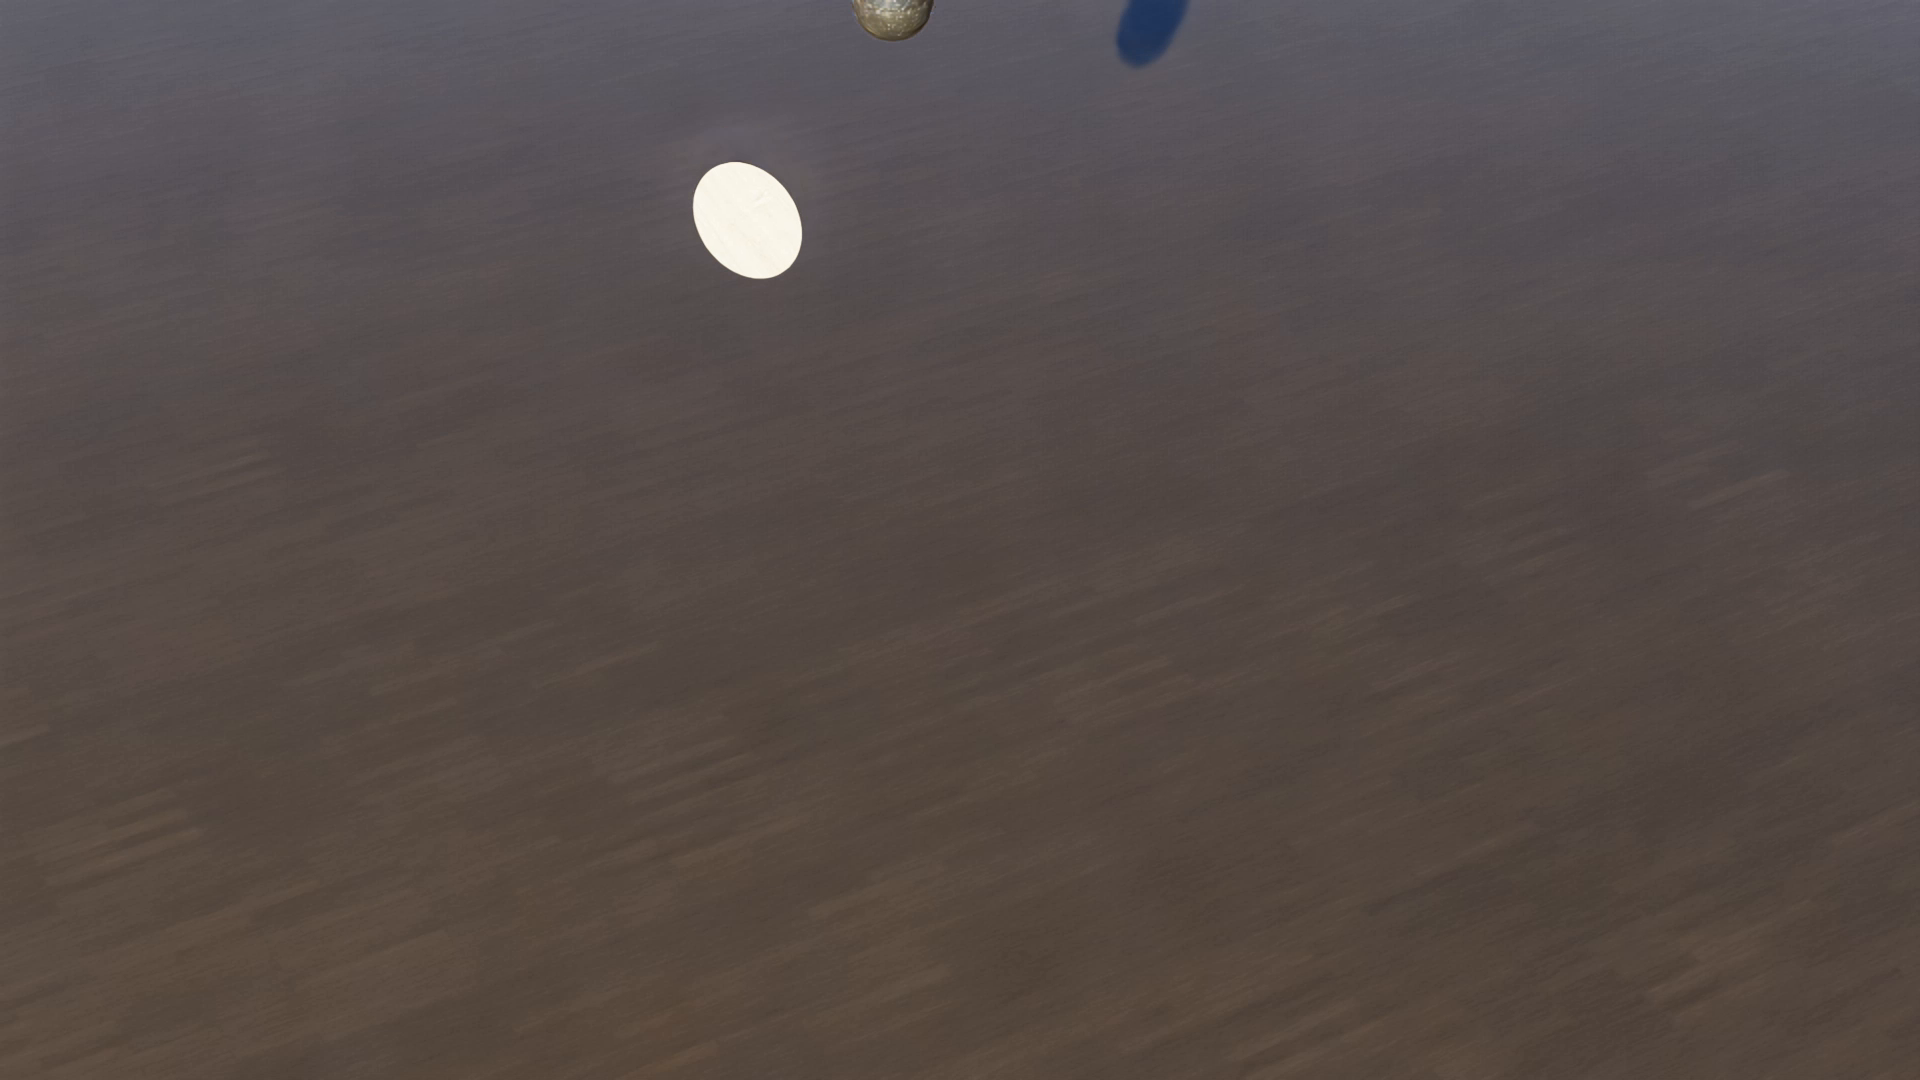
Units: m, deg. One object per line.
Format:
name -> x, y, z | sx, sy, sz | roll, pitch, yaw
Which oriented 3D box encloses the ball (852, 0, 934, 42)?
ball -> -0.176, -1.409, 7.658 | 0.212, 0.212, 0.212 | 0, 33, 0
